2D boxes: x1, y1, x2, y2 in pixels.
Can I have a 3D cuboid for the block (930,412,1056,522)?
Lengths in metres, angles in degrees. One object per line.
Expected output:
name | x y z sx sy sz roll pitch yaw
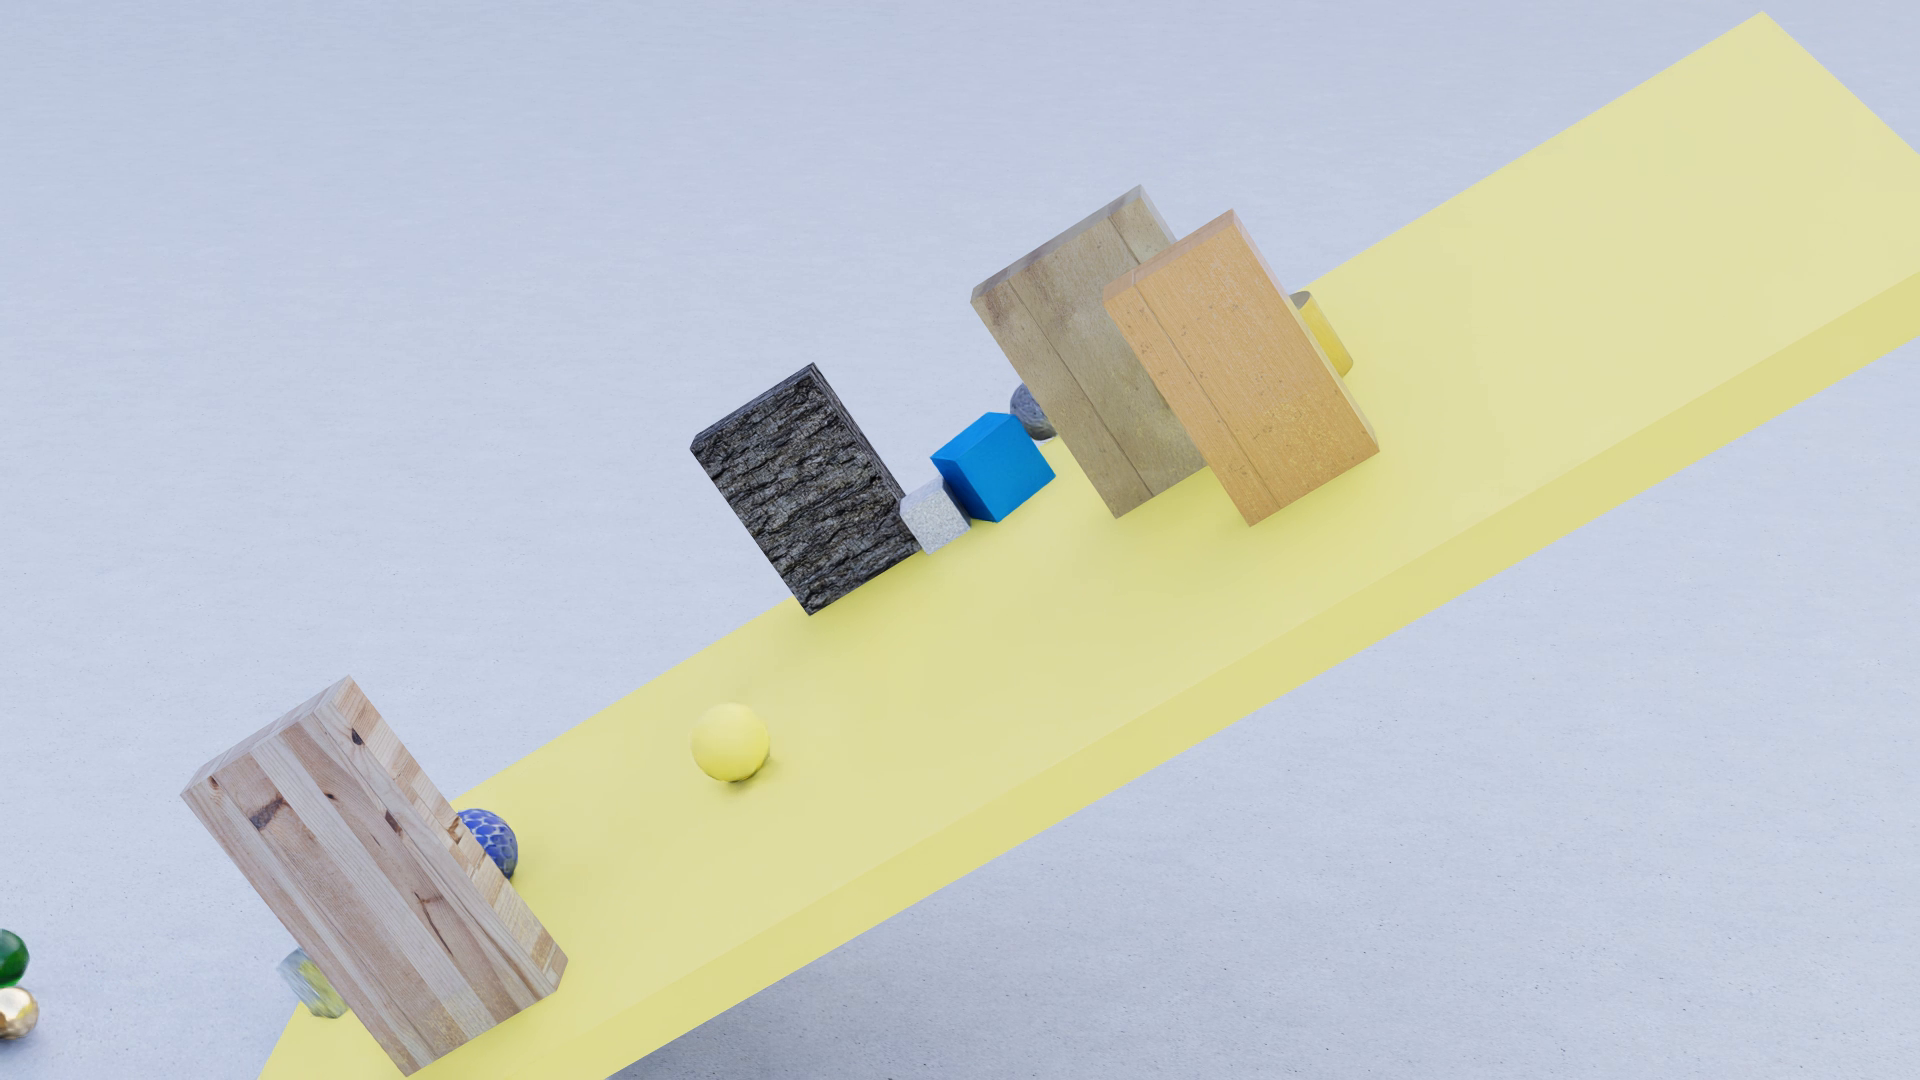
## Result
block | 0.077 -0.173 6.939 0.181 0.181 0.181 -38 15 -13

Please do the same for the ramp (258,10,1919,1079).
ramp | 0.139 0.171 6.296 4.000 0.100 2.000 -31 15 14

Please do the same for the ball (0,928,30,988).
ball | -2.313 1.009 7.066 0.149 0.149 0.149 0 20 0

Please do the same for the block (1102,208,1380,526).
block | 0.549 -0.334 5.738 0.296 0.540 0.123 -31 15 14

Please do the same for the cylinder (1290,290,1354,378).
cylinder | 0.721 -0.410 6.307 0.178 0.178 0.178 -32 15 10

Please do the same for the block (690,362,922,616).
block | -0.357 -0.120 7.071 0.347 0.507 0.104 -31 15 14

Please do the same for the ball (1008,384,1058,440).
ball | 0.195 -0.320 7.203 0.151 0.151 0.151 0 20 0

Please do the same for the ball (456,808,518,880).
ball | -1.107 0.713 6.697 0.202 0.202 0.202 0 20 0

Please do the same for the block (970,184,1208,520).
block | 0.359 -0.398 6.273 0.424 0.574 0.118 -31 15 14

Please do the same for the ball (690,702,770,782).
ball | -0.493 0.434 6.309 0.171 0.171 0.171 0 20 0

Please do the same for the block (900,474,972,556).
block | -0.058 -0.062 7.000 0.122 0.122 0.122 -32 15 11

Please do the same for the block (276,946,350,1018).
block | -1.428 0.978 6.670 0.147 0.147 0.147 -43 17 -29

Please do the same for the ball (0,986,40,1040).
ball | -2.212 1.102 6.855 0.126 0.126 0.126 0 20 0

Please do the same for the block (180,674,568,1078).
block | -1.164 0.677 5.881 0.382 0.743 0.130 -31 15 14
